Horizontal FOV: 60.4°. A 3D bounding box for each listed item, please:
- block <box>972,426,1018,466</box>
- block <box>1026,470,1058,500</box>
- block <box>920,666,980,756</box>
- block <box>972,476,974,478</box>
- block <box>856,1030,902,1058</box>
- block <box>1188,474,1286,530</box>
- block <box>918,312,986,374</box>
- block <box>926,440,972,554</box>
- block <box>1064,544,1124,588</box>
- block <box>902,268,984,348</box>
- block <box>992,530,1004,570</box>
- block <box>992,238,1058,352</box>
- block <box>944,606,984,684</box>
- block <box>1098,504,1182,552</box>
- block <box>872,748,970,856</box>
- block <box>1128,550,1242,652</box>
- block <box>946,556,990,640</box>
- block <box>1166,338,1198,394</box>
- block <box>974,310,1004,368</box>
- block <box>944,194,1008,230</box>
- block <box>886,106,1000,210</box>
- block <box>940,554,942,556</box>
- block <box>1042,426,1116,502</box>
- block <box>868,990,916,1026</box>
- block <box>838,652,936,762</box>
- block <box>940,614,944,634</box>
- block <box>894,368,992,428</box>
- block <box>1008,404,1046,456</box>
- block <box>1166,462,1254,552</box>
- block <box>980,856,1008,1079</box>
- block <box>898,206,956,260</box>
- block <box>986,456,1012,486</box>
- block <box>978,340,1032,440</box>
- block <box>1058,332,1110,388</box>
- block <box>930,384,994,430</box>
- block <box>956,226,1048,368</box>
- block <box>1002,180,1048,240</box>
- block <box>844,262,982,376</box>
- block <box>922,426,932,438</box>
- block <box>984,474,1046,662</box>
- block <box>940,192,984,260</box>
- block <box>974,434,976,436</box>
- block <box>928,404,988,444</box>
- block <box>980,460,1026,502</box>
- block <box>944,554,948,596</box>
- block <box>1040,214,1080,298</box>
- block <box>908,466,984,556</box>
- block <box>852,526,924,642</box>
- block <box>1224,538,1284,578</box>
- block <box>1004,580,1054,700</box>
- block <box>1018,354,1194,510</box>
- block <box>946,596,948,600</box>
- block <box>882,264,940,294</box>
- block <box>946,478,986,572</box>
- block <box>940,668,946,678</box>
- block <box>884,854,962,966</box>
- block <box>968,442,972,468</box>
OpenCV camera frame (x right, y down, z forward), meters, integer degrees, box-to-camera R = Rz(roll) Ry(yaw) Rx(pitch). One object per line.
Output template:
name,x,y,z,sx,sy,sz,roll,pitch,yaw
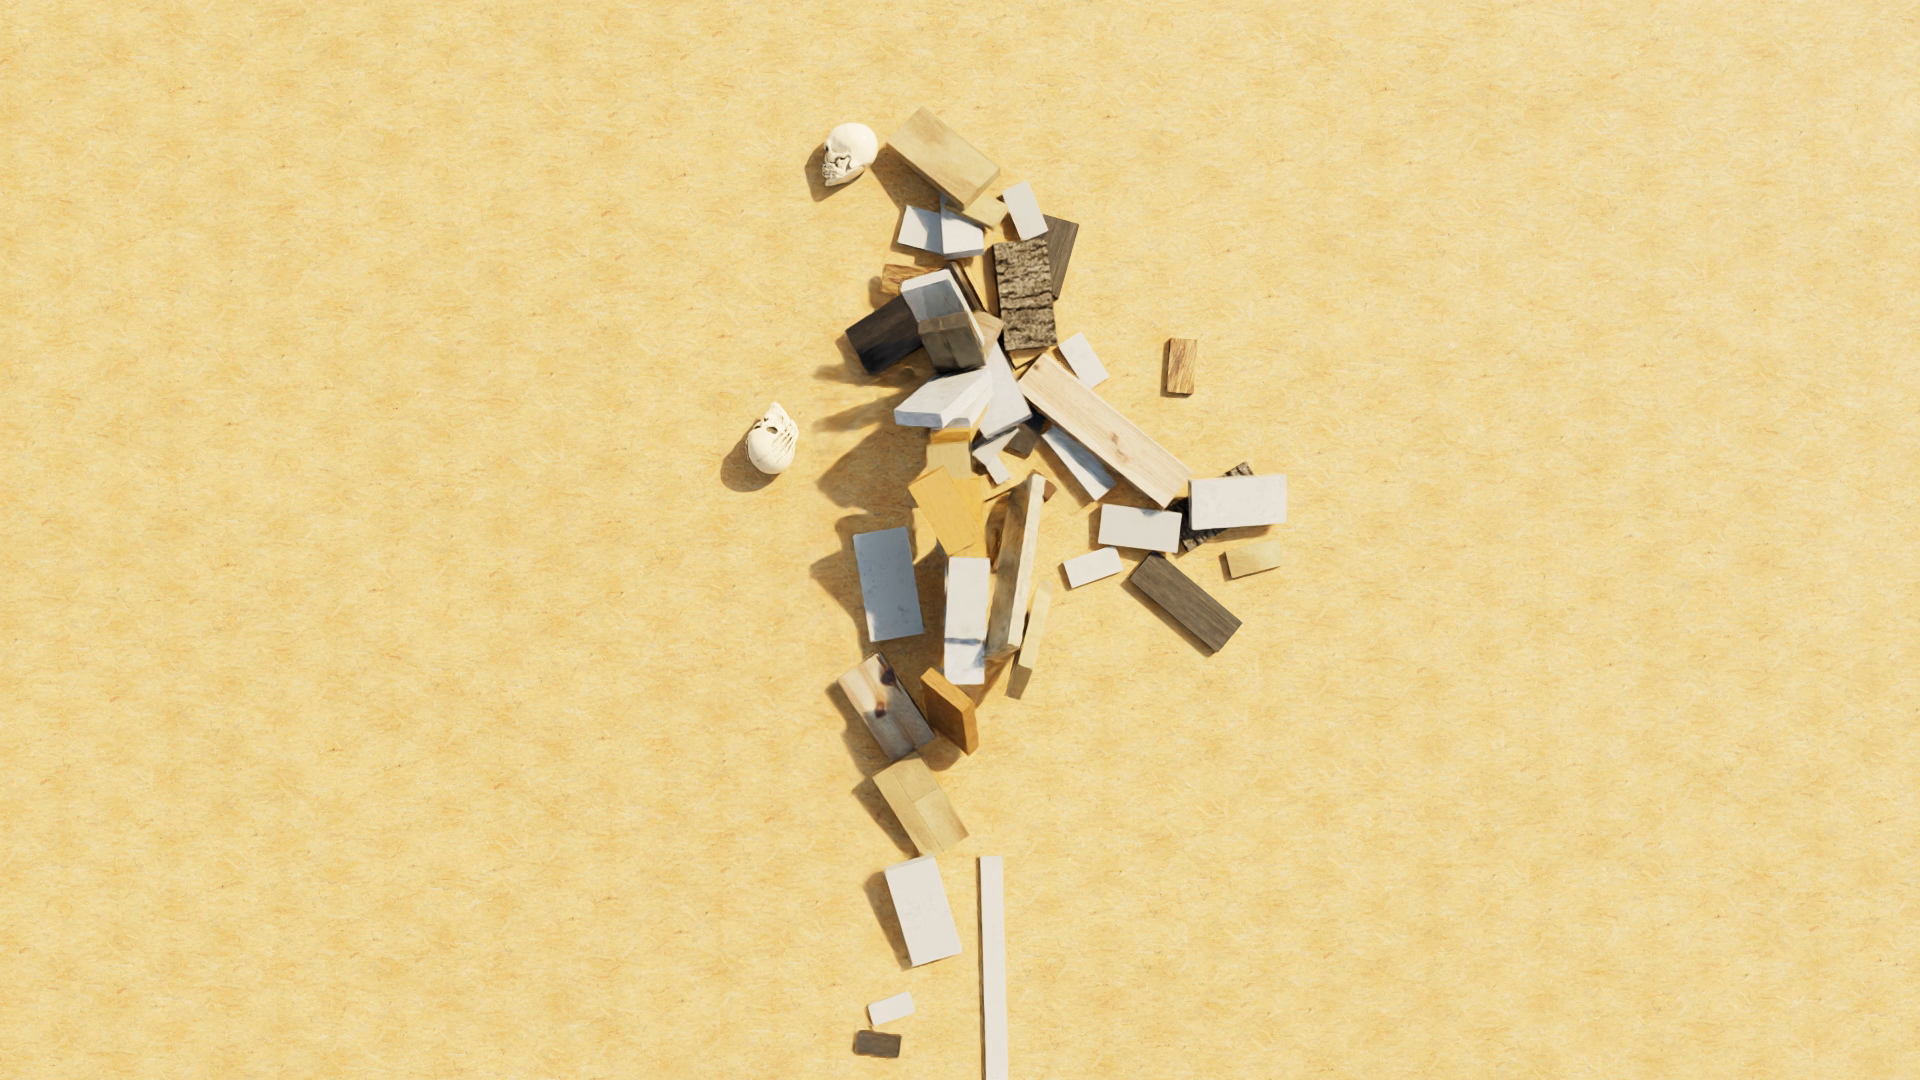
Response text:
block,0.111,-0.330,5.474,0.080,0.023,0.160,40,90,22
block,0.270,-0.184,5.493,0.105,0.015,0.053,40,90,0
block,-0.031,0.555,5.302,0.180,0.359,0.051,37,69,22
block,-0.020,-0.212,5.385,0.123,0.247,0.035,-10,58,1
block,-0.270,1.677,5.490,0.145,0.021,0.072,8,90,0
block,0.911,-0.127,5.416,0.318,0.045,0.159,-4,103,-7
block,-0.024,-0.619,5.208,0.159,0.318,0.045,-10,71,7
block,-0.022,-0.133,5.189,0.132,0.037,0.347,-6,105,1
block,0.443,0.087,5.487,0.181,0.026,0.090,-19,90,0
block,-0.052,-0.715,5.240,0.159,0.318,0.045,-13,50,16
block,0.175,0.020,5.487,0.090,0.026,0.181,15,90,0
block,0.212,-0.806,5.425,0.175,0.050,0.351,-7,92,-6
block,0.013,0.333,5.234,0.123,0.035,0.247,-1,90,0
block,0.596,-0.040,5.455,0.261,0.037,0.131,7,97,9
block,-0.129,0.874,5.450,0.170,0.048,0.339,-31,98,1
block,0.749,0.202,5.482,0.382,0.037,0.131,40,90,0
block,0.023,0.181,5.181,0.127,0.036,0.254,3,97,-1
block,0.738,-0.579,5.487,0.090,0.026,0.180,4,90,0
block,-0.043,-0.708,5.423,0.341,0.048,0.171,27,95,16
block,0.055,-1.089,5.397,0.187,0.027,0.094,28,73,18
block,-0.055,-1.255,5.417,0.351,0.050,0.176,41,79,14
block,-0.002,0.024,5.376,0.123,0.247,0.035,-4,91,0
block,0.395,-0.266,5.469,0.090,0.026,0.280,-39,89,-1
block,-0.228,1.558,5.490,0.145,0.021,0.072,-19,90,0
block,-0.243,0.556,5.468,0.170,0.048,0.339,-33,92,1
block,0.000,0.275,5.376,0.123,0.247,0.035,-1,80,0
block,-0.051,-0.458,5.263,0.171,0.341,0.048,6,121,29
block,0.227,-0.369,5.489,0.080,0.023,0.160,23,90,0
block,0.851,-0.111,5.477,0.318,0.045,0.159,-31,90,0
block,0.124,1.796,5.490,0.072,0.021,1.489,-2,90,0
block,-0.068,-1.016,5.482,0.254,0.036,0.127,15,90,0
block,0.119,-0.240,5.471,0.053,0.015,0.117,-32,67,0
block,0.091,-0.521,5.422,0.171,0.048,0.341,-26,77,10
block,0.411,-0.594,5.487,0.090,0.025,0.180,-33,90,0
block,0.007,-0.430,5.282,0.132,0.264,0.037,0,119,20
block,0.128,-0.807,5.459,0.127,0.036,0.468,-28,94,-5
block,0.217,-1.087,5.464,0.094,0.027,0.187,-23,81,11
block,-0.156,-0.719,5.392,0.435,0.050,0.175,-29,88,22
block,-0.045,-0.357,5.489,0.150,0.021,0.075,23,90,0
block,0.176,0.084,5.290,0.045,0.159,0.607,21,61,-21
block,0.006,-1.049,5.421,0.130,0.037,0.261,-6,66,5
block,0.014,-0.414,5.458,0.075,0.021,0.150,4,68,-7
block,-0.002,-0.385,5.282,0.132,0.264,0.037,-2,118,16
block,0.135,-0.197,5.480,0.160,0.023,0.080,-27,77,0
block,-0.007,0.113,5.431,0.087,0.025,0.174,-1,46,0
block,0.302,-0.942,5.482,0.127,0.036,0.254,16,90,0
block,-0.044,-0.091,5.124,0.127,0.036,0.254,-28,104,7
block,-0.236,0.146,5.475,0.180,0.051,0.359,-10,90,0
block,0.979,0.060,5.487,0.180,0.026,0.090,-14,90,0
block,0.224,0.320,5.314,0.051,0.180,0.359,18,49,-1
block,0.471,-0.358,5.438,0.634,0.045,0.159,39,77,4
block,-0.003,0.148,5.431,0.087,0.025,0.174,-1,46,0
block,-0.163,-0.853,5.420,0.187,0.027,0.094,8,97,19
block,0.013,-0.024,5.181,0.127,0.036,0.337,-4,105,0
block,-0.004,0.439,5.375,0.123,0.247,0.035,-1,83,0
block,-0.120,1.222,5.451,0.170,0.048,0.339,-16,99,0
block,-0.022,-0.202,5.259,0.123,0.035,0.247,-2,96,1
